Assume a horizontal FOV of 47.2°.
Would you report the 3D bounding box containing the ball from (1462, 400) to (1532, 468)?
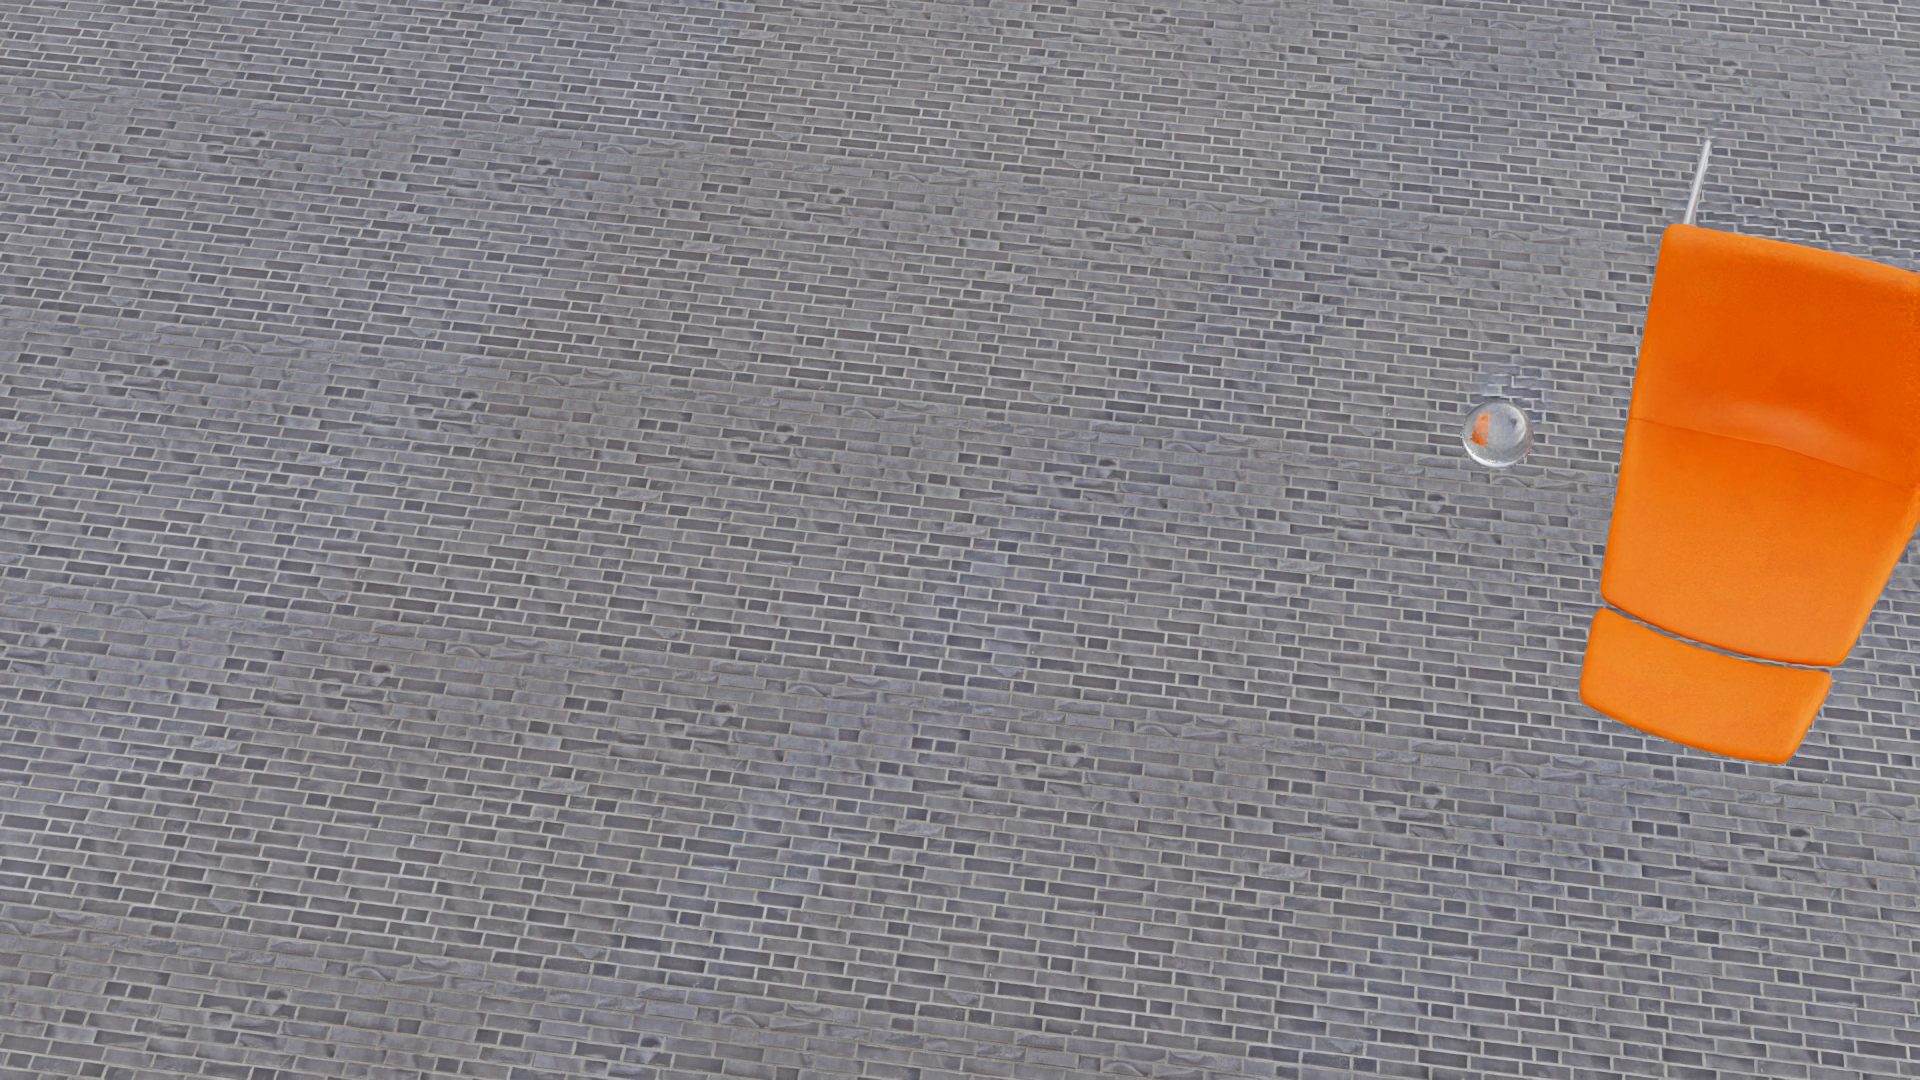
[{"bbox_3d":[0.725,-0.144,2.969,0.092,0.092,0.092,0,56,0],"label":"ball"}]
